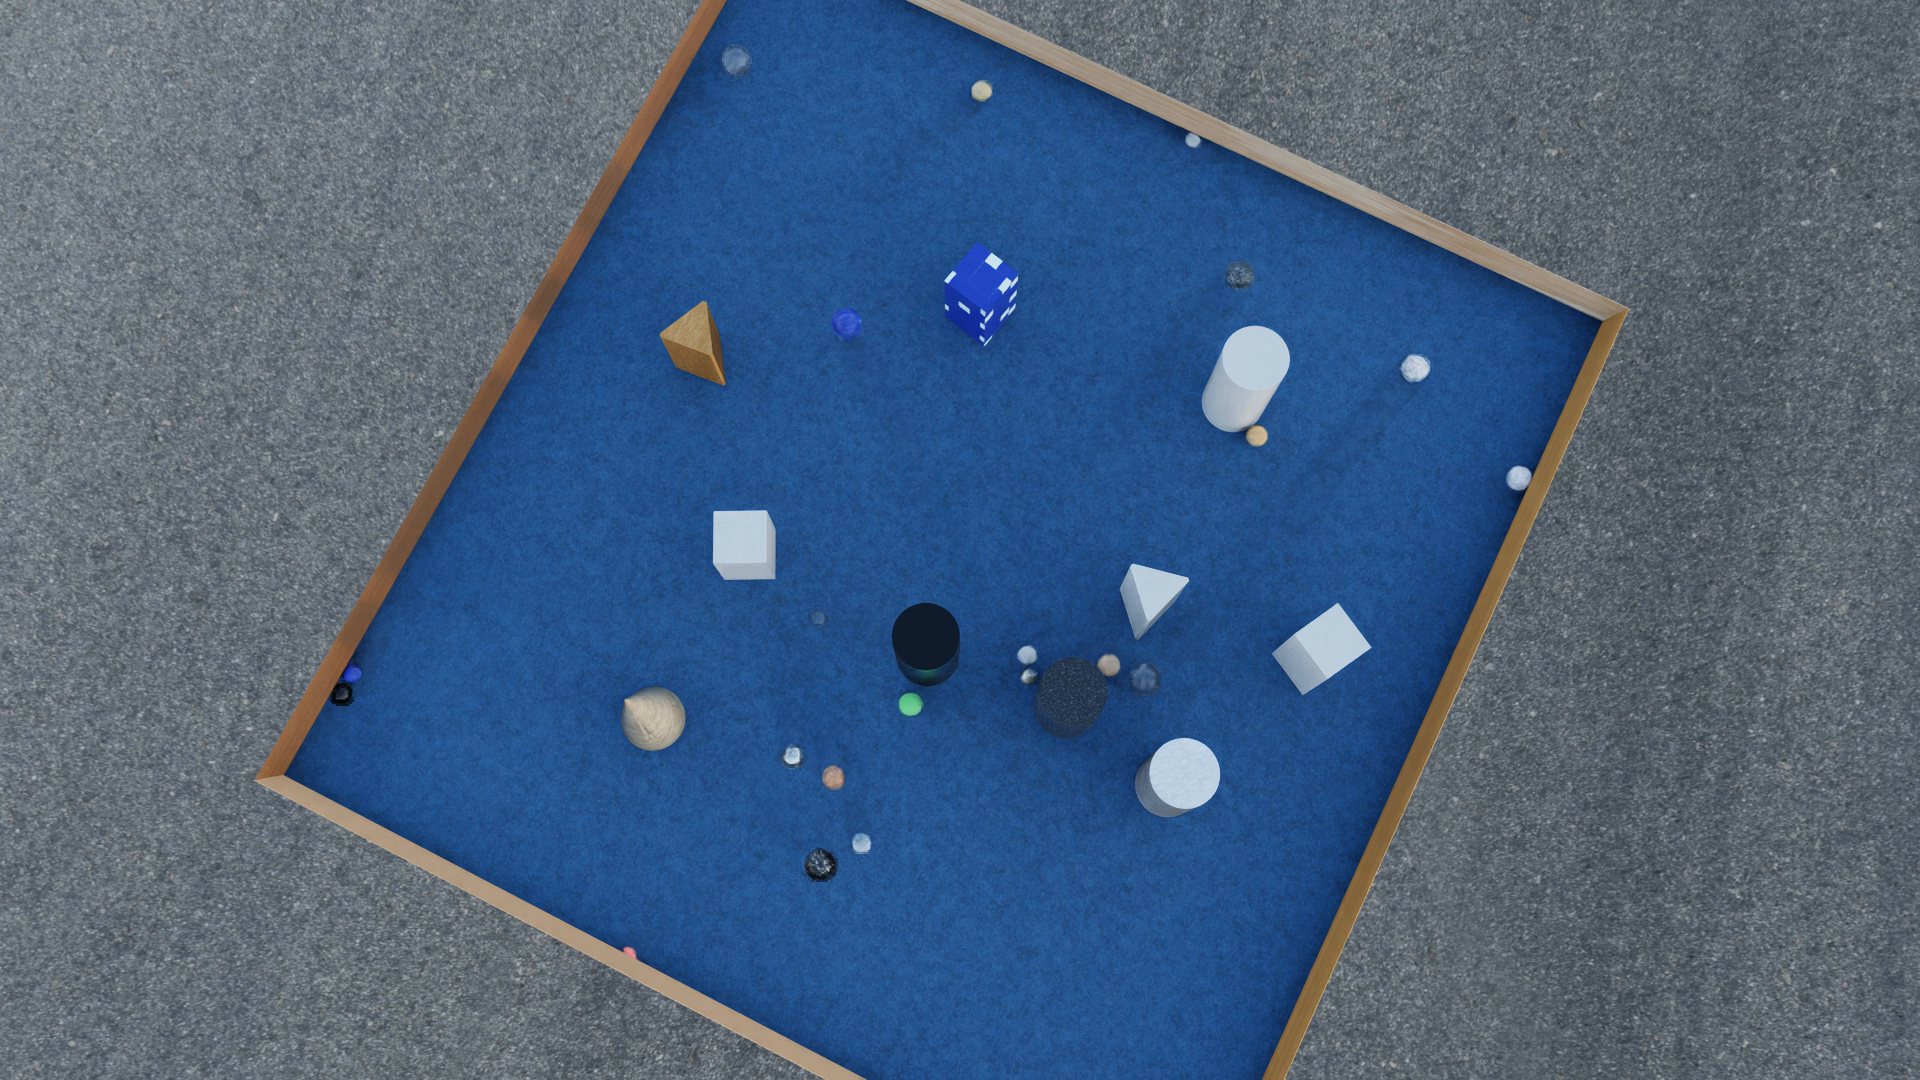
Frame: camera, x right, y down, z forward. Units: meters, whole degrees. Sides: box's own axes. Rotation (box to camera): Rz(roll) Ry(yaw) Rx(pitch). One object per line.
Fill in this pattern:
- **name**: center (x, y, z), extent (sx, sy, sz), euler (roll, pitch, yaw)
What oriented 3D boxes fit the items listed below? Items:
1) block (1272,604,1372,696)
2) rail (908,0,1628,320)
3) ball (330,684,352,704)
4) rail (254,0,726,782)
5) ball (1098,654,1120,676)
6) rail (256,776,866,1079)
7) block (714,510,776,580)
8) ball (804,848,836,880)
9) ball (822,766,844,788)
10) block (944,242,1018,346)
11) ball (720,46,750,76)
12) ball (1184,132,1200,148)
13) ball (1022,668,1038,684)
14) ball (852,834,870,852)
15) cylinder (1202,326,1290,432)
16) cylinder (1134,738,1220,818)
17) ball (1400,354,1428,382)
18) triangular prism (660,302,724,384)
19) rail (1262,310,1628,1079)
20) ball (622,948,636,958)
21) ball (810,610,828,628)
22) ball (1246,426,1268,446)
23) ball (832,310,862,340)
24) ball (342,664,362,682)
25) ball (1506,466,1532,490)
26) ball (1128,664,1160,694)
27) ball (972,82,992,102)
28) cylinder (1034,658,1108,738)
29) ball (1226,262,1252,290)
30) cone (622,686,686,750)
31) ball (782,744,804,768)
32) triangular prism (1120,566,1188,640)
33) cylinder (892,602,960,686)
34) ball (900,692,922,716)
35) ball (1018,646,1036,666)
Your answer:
- **block**: center (1.051, 0.323, 5.355), extent (0.155, 0.382, 0.155), euler (-34, 80, -7)
- **rail**: center (0.690, -1.345, 5.829), extent (3.036, 0.126, 0.045), euler (26, 80, 5)
- **ball**: center (-1.852, 0.461, 5.490), extent (0.062, 0.062, 0.062), euler (0, 78, 0)
- **rail**: center (-1.336, -0.648, 5.685), extent (0.045, 0.126, 3.133), euler (26, 80, 5)
- **ball**: center (0.447, 0.375, 5.505), extent (0.067, 0.067, 0.067), euler (0, 78, 0)
- **rail**: center (-0.690, 1.358, 5.270), extent (3.036, 0.126, 0.045), euler (26, 80, 5)
- **block**: center (-0.642, 0.018, 5.479), extent (0.155, 0.263, 0.155), euler (-1, 78, 0)
- **ball**: center (-0.412, 0.951, 5.372), extent (0.093, 0.093, 0.093), euler (0, 78, 0)
- **ball**: center (-0.376, 0.703, 5.437), extent (0.067, 0.067, 0.067), euler (0, 78, 0)
- **block**: center (0.063, -0.747, 5.600), extent (0.155, 0.334, 0.155), euler (38, 81, 7)
- **ball**: center (-0.722, -1.537, 5.885), extent (0.097, 0.097, 0.097), euler (0, 78, 0)
- **ball**: center (0.743, -1.280, 5.857), extent (0.048, 0.048, 0.048), euler (0, 78, 0)
- **ball**: center (0.210, 0.409, 5.508), extent (0.046, 0.046, 0.046), euler (0, 78, 0)
- **ball**: center (-0.291, 0.893, 5.403), extent (0.056, 0.056, 0.056), euler (0, 78, 0)
- **cylinder**: center (0.849, -0.476, 5.482), extent (0.194, 0.456, 0.194), euler (0, 78, 0)
- **cylinder**: center (0.618, 0.686, 5.253), extent (0.194, 0.433, 0.194), euler (0, 78, 0)
- **ball**: center (1.410, -0.531, 5.683), extent (0.085, 0.085, 0.085), euler (0, 78, 0)
- **triangular prism**: center (-0.785, -0.612, 5.583), extent (0.168, 0.313, 0.146), euler (21, 79, 4)
- **rail**: center (1.336, 0.661, 5.414), extent (0.045, 0.126, 3.133), euler (26, 80, 5)
- **ball**: center (-0.967, 1.209, 5.345), extent (0.042, 0.042, 0.042), euler (0, 78, 0)
- **ball**: center (-0.428, 0.238, 5.540), extent (0.053, 0.053, 0.053), euler (0, 78, 0)
- **ball**: center (0.914, -0.320, 5.650), extent (0.065, 0.065, 0.065), euler (0, 78, 0)
- **ball**: center (-0.350, -0.668, 5.707), extent (0.094, 0.094, 0.094), euler (0, 78, 0)
- **ball**: center (-1.827, 0.400, 5.505), extent (0.057, 0.057, 0.057), euler (0, 78, 0)
- **ball**: center (1.713, -0.189, 5.617), extent (0.076, 0.076, 0.076), euler (0, 78, 0)
- **ball**: center (0.550, 0.416, 5.482), extent (0.095, 0.095, 0.095), euler (0, 78, 0)
- **ball**: center (0.068, -1.439, 5.881), extent (0.065, 0.065, 0.065), euler (0, 78, 0)
- **cylinder**: center (0.319, 0.463, 5.330), extent (0.194, 0.374, 0.194), euler (0, 78, 0)
- **ball**: center (0.875, -0.827, 5.744), extent (0.084, 0.084, 0.084), euler (0, 78, 0)
- **cone**: center (-0.922, 0.487, 5.269), extent (0.194, 0.484, 0.194), euler (0, 78, 0)
- **ball**: center (-0.497, 0.641, 5.449), extent (0.068, 0.068, 0.068), euler (0, 78, 0)
- **triangular prism**: center (0.542, 0.157, 5.402), extent (0.146, 0.357, 0.168), euler (44, 82, 8)
- **cylinder**: center (-0.097, 0.310, 5.366), extent (0.194, 0.366, 0.194), euler (0, 78, 0)
- **ball**: center (-0.146, 0.491, 5.479), extent (0.070, 0.070, 0.070), euler (0, 78, 0)
- **ball**: center (0.202, 0.348, 5.515), extent (0.057, 0.057, 0.057), euler (0, 78, 0)
